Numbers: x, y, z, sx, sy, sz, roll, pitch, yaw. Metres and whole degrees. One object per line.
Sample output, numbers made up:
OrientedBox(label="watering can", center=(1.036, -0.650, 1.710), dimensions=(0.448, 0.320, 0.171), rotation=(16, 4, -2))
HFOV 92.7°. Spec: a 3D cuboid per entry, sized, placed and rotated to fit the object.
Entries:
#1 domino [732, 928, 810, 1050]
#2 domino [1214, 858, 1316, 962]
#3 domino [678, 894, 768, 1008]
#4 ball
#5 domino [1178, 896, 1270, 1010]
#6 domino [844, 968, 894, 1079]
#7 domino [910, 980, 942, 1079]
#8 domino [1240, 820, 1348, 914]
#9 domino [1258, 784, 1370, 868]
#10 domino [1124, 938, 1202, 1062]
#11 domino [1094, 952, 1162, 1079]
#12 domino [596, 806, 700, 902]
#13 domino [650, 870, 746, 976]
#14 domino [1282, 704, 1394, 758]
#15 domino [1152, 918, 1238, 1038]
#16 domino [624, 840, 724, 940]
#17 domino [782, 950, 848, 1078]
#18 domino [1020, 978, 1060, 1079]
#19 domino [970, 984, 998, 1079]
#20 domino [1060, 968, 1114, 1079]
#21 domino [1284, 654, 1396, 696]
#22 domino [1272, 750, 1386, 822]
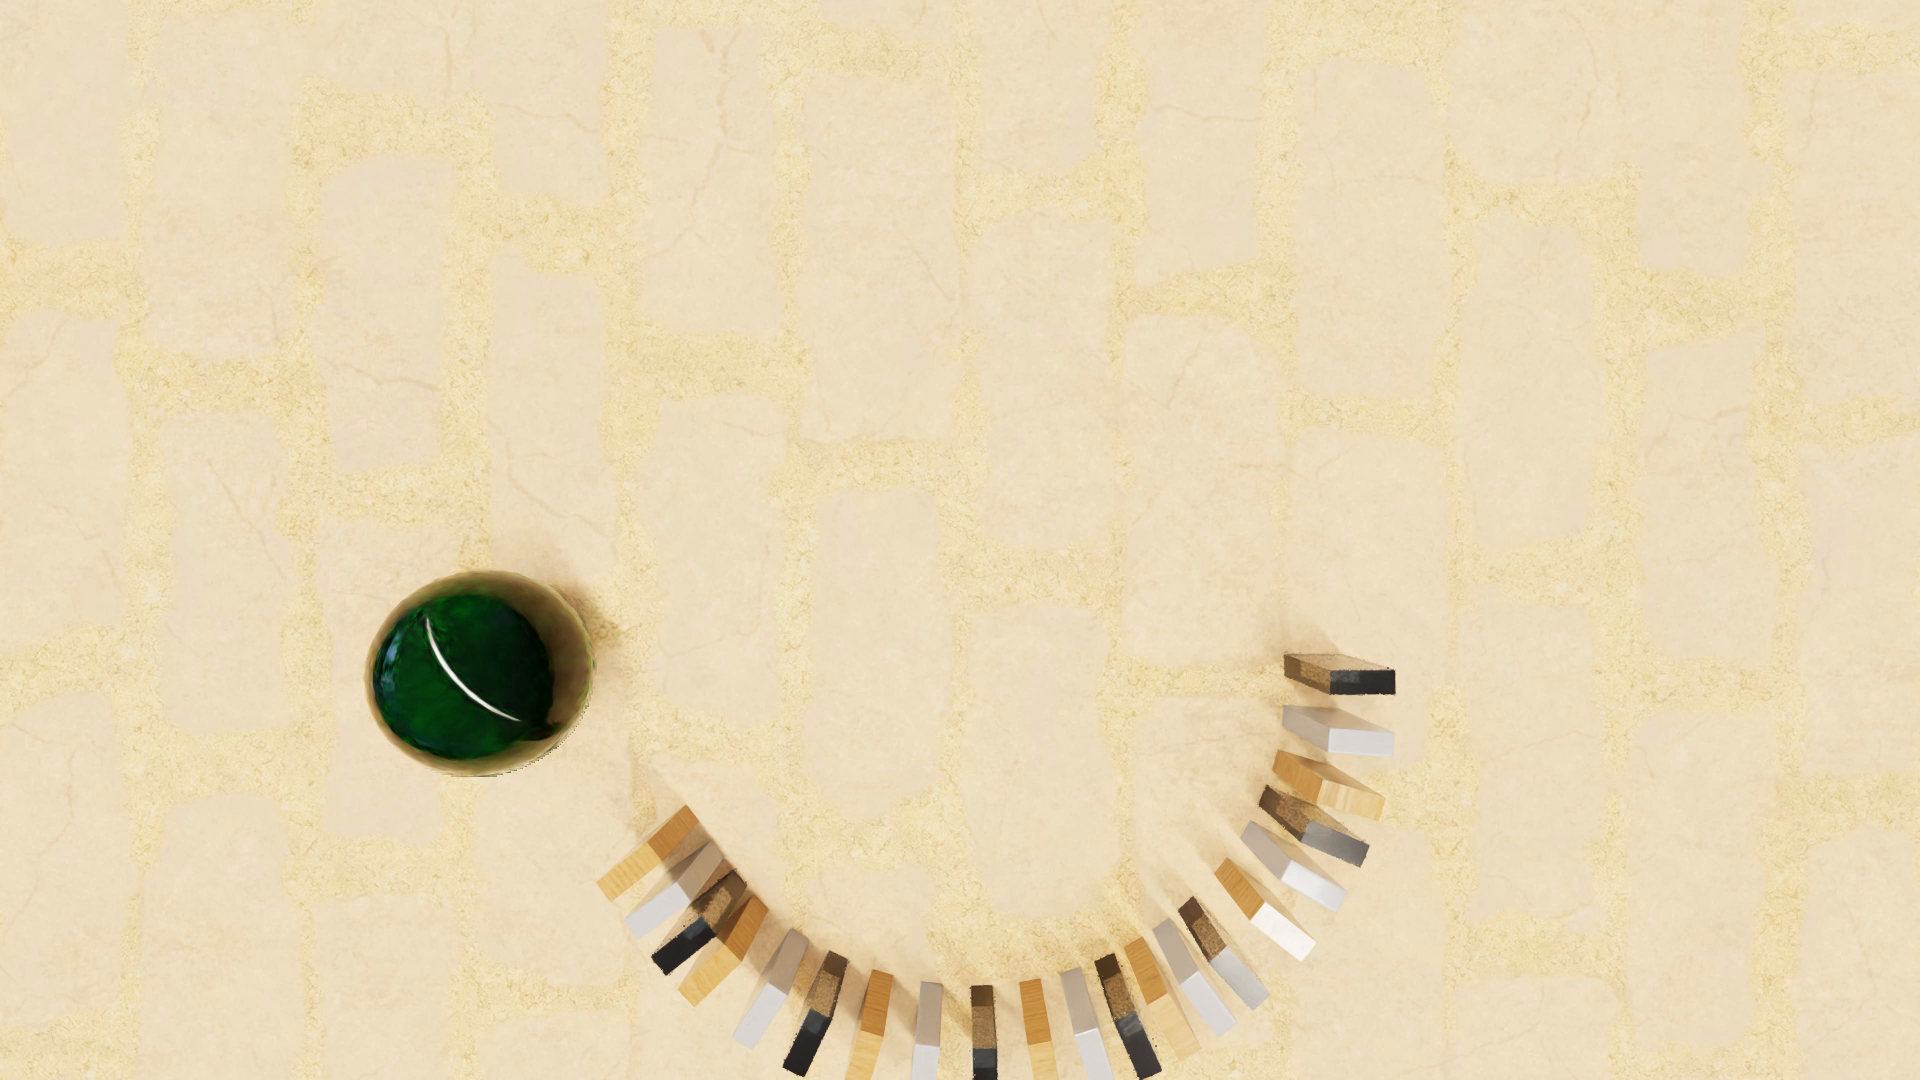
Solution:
OrientedBox(label="domino", center=(-0.076, 0.182, 0.375), dimensions=(0.010, 0.050, 0.025), rotation=(33, 90, 0))
OrientedBox(label="domino", center=(0.124, 0.150, 0.375), dimensions=(0.025, 0.050, 0.009), rotation=(38, 90, 0))
OrientedBox(label="domino", center=(-0.096, 0.167, 0.375), dimensions=(0.025, 0.050, 0.010), rotation=(-44, 90, 0))
OrientedBox(label="ball", center=(-0.187, 0.051, 0.360), dimensions=(0.080, 0.080, 0.080), rotation=(0, 90, 0))
OrientedBox(label="domino", center=(0.107, 0.168, 0.375), dimensions=(0.009, 0.050, 0.025), rotation=(-42, 90, 0))
OrientedBox(label="domino", center=(-0.037, 0.201, 0.375), dimensions=(0.010, 0.050, 0.025), rotation=(17, 90, 0))
OrientedBox(label="domino", center=(-0.014, 0.206, 0.375), dimensions=(0.009, 0.050, 0.025), rotation=(7, 90, 0))
OrientedBox(label="domino", center=(0.135, 0.132, 0.375), dimensions=(0.025, 0.050, 0.009), rotation=(30, 90, 0))
OrientedBox(label="domino", center=(0.143, 0.116, 0.375), dimensions=(0.025, 0.050, 0.010), rotation=(23, 90, 0))
OrientedBox(label="domino", center=(0.082, 0.186, 0.375), dimensions=(0.010, 0.050, 0.025), rotation=(-31, 90, 0))
OrientedBox(label="domino", center=(0.068, 0.193, 0.375), dimensions=(0.010, 0.050, 0.025), rotation=(-24, 90, 0))
OrientedBox(label="domino", center=(-0.126, 0.127, 0.375), dimensions=(0.025, 0.050, 0.010), rotation=(-39, 90, 0))
OrientedBox(label="domino", center=(-0.106, 0.155, 0.375), dimensions=(0.025, 0.050, 0.009), rotation=(-38, 90, 0))
OrientedBox(label="domino", center=(0.153, 0.077, 0.375), dimensions=(0.025, 0.050, 0.010), rotation=(4, 90, 0))
OrientedBox(label="domino", center=(0.095, 0.177, 0.375), dimensions=(0.009, 0.050, 0.025), rotation=(-37, 90, 0))
OrientedBox(label="domino", center=(-0.116, 0.142, 0.375), dimensions=(0.025, 0.050, 0.009), rotation=(-36, 90, 0))
OrientedBox(label="domino", center=(-0.058, 0.192, 0.375), dimensions=(0.009, 0.050, 0.025), rotation=(26, 90, 0))
OrientedBox(label="domino", center=(0.033, 0.204, 0.375), dimensions=(0.009, 0.050, 0.025), rotation=(-11, 90, 0))
OrientedBox(label="domino", center=(0.010, 0.207, 0.375), dimensions=(0.010, 0.050, 0.025), rotation=(-1, 90, 0))
OrientedBox(label="domino", center=(0.052, 0.200, 0.375), dimensions=(0.009, 0.050, 0.025), rotation=(-18, 90, 0))
OrientedBox(label="domino", center=(0.154, 0.054, 0.375), dimensions=(0.025, 0.050, 0.009), rotation=(-1, 90, 0))
OrientedBox(label="domino", center=(0.149, 0.100, 0.375), dimensions=(0.025, 0.050, 0.010), rotation=(17, 90, 0))
